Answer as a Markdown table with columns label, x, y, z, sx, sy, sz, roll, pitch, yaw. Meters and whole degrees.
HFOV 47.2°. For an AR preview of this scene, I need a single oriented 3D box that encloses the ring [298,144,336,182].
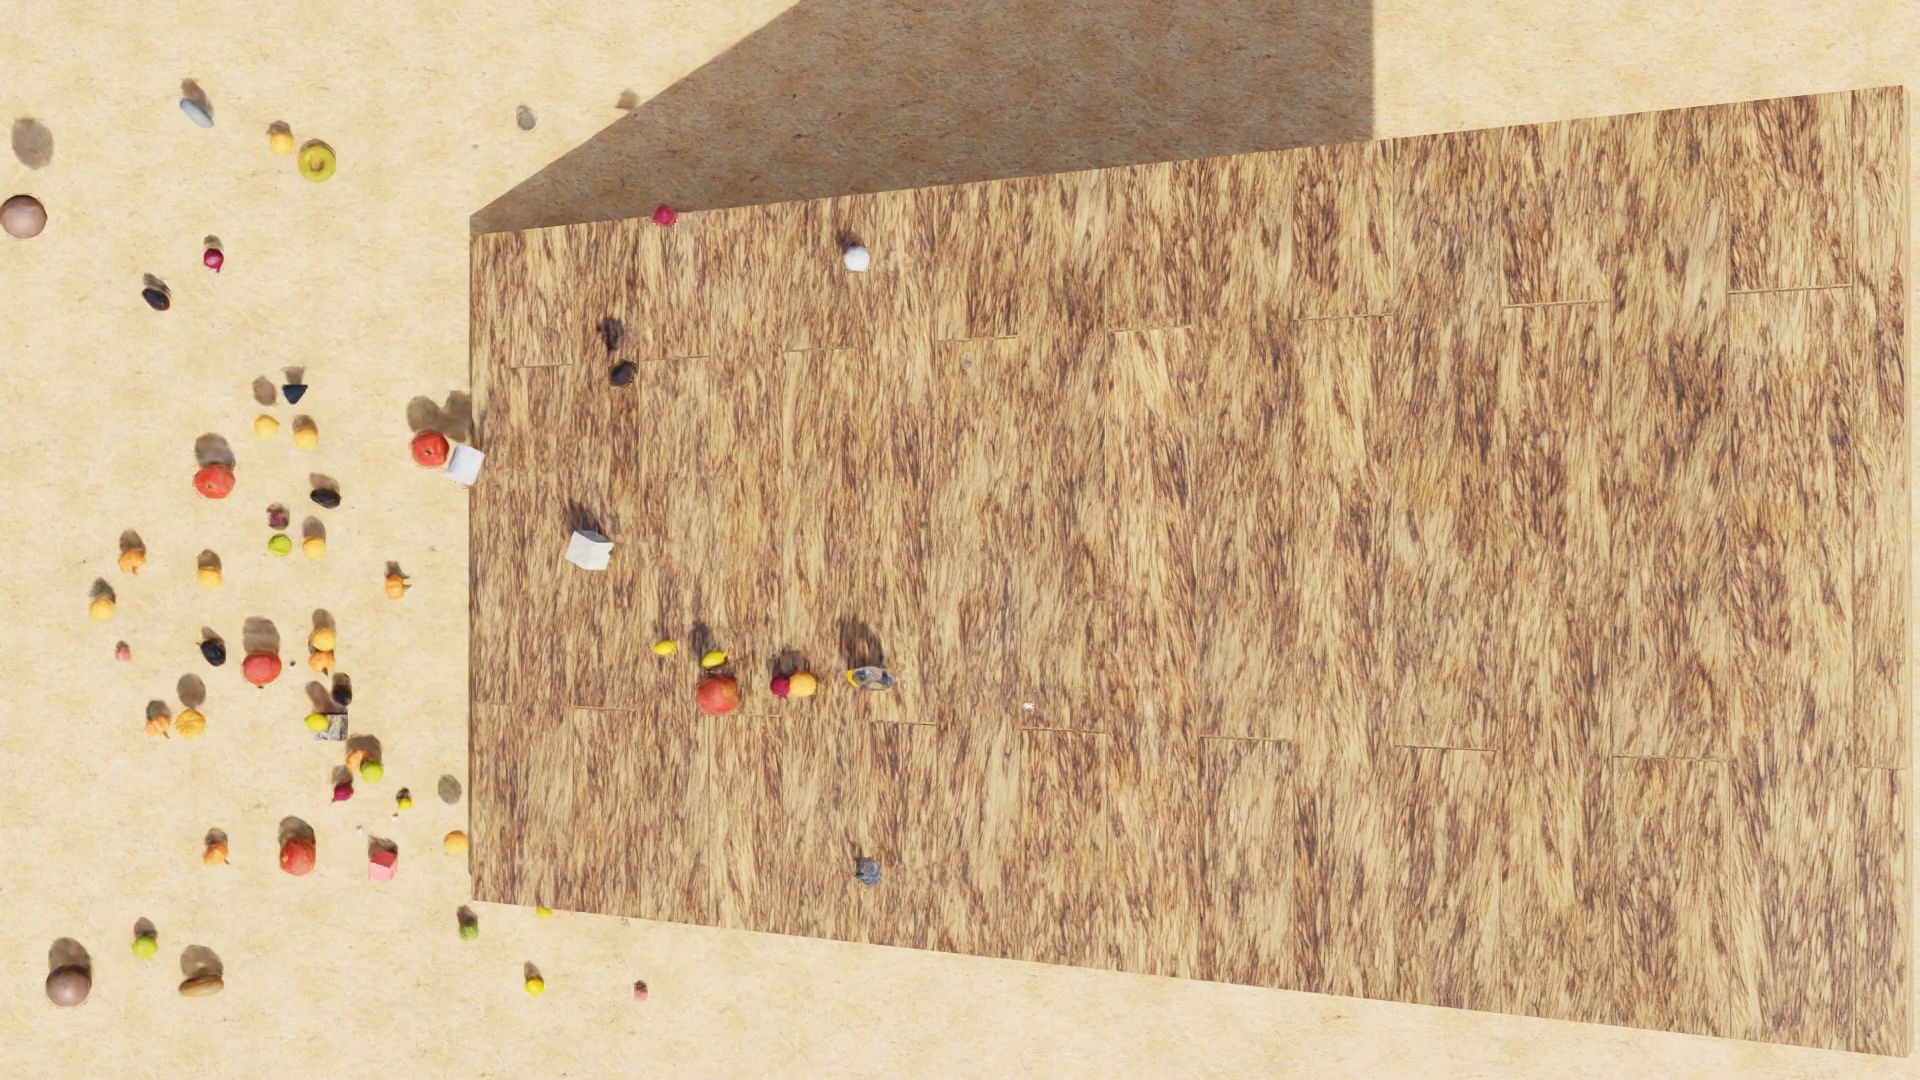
| label | x | y | z | sx | sy | sz | roll | pitch | yaw |
| --- | --- | --- | --- | --- | --- | --- | --- | --- | --- |
| ring | -1.955 | -1.144 | 6.687 | 0.117 | 0.039 | 0.117 | 0 | 85 | -3 |

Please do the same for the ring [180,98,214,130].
| label | x | y | z | sx | sy | sz | roll | pitch | yaw |
| --- | --- | --- | --- | --- | --- | --- | --- | --- | --- |
| ring | -2.303 | -1.285 | 6.637 | 0.115 | 0.115 | 0.038 | 43 | 89 | 0 |

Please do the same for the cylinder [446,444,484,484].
| label | x | y | z | sx | sy | sz | roll | pitch | yaw |
| --- | --- | --- | --- | --- | --- | --- | --- | --- | --- |
| cylinder | -1.466 | -0.225 | 6.514 | 0.090 | 0.090 | 0.090 | 19 | 77 | 0 |

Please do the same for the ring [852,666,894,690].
| label | x | y | z | sx | sy | sz | roll | pitch | yaw |
| --- | --- | --- | --- | --- | --- | --- | --- | --- | --- |
| ring | -0.228 | 0.364 | 5.767 | 0.111 | 0.111 | 0.037 | 9 | 67 | 0 |

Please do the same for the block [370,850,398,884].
| label | x | y | z | sx | sy | sz | roll | pitch | yaw |
| --- | --- | --- | --- | --- | --- | --- | --- | --- | --- |
| block | -1.739 | 0.986 | 6.643 | 0.062 | 0.062 | 0.062 | 16 | 122 | 6 |

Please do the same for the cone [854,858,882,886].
| label | x | y | z | sx | sy | sz | roll | pitch | yaw |
| --- | --- | --- | --- | --- | --- | --- | --- | --- | --- |
| cone | -0.259 | 0.884 | 5.818 | 0.076 | 0.076 | 0.076 | 0 | 89 | 32 |

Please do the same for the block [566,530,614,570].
| label | x | y | z | sx | sy | sz | roll | pitch | yaw |
| --- | --- | --- | --- | --- | --- | --- | --- | --- | --- |
| block | -1.063 | 0.030 | 6.315 | 0.084 | 0.084 | 0.084 | 27 | 103 | 29 |

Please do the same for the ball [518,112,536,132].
| label | x | y | z | sx | sy | sz | roll | pitch | yaw |
| --- | --- | --- | --- | --- | --- | --- | --- | --- | --- |
| ball | -1.316 | -1.271 | 6.681 | 0.056 | 0.056 | 0.056 | 0 | 89 | 0 |

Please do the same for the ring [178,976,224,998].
| label | x | y | z | sx | sy | sz | roll | pitch | yaw |
| --- | --- | --- | --- | --- | --- | --- | --- | --- | --- |
| ring | -2.284 | 1.344 | 6.620 | 0.130 | 0.130 | 0.043 | -4 | 93 | 0 |

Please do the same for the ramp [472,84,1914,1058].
| label | x | y | z | sx | sy | sz | roll | pitch | yaw |
| --- | --- | --- | --- | --- | --- | --- | --- | --- | --- |
| ramp | 0.263 | 0.072 | 5.608 | 4.000 | 0.100 | 2.000 | 0 | 89 | 32 |

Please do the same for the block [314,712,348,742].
| label | x | y | z | sx | sy | sz | roll | pitch | yaw |
| --- | --- | --- | --- | --- | --- | --- | --- | --- | --- |
| block | -1.902 | 0.565 | 6.653 | 0.079 | 0.079 | 0.079 | 4 | 89 | 0 |

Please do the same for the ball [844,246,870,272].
| label | x | y | z | sx | sy | sz | roll | pitch | yaw |
| --- | --- | --- | --- | --- | --- | --- | --- | --- | --- |
| ball | -0.274 | -0.748 | 5.847 | 0.067 | 0.067 | 0.067 | 0 | 89 | 0 |

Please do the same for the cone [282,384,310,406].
| label | x | y | z | sx | sy | sz | roll | pitch | yaw |
| --- | --- | --- | --- | --- | --- | --- | --- | --- | --- |
| cone | -1.993 | -0.453 | 6.637 | 0.071 | 0.071 | 0.071 | -24 | 90 | 13 |
